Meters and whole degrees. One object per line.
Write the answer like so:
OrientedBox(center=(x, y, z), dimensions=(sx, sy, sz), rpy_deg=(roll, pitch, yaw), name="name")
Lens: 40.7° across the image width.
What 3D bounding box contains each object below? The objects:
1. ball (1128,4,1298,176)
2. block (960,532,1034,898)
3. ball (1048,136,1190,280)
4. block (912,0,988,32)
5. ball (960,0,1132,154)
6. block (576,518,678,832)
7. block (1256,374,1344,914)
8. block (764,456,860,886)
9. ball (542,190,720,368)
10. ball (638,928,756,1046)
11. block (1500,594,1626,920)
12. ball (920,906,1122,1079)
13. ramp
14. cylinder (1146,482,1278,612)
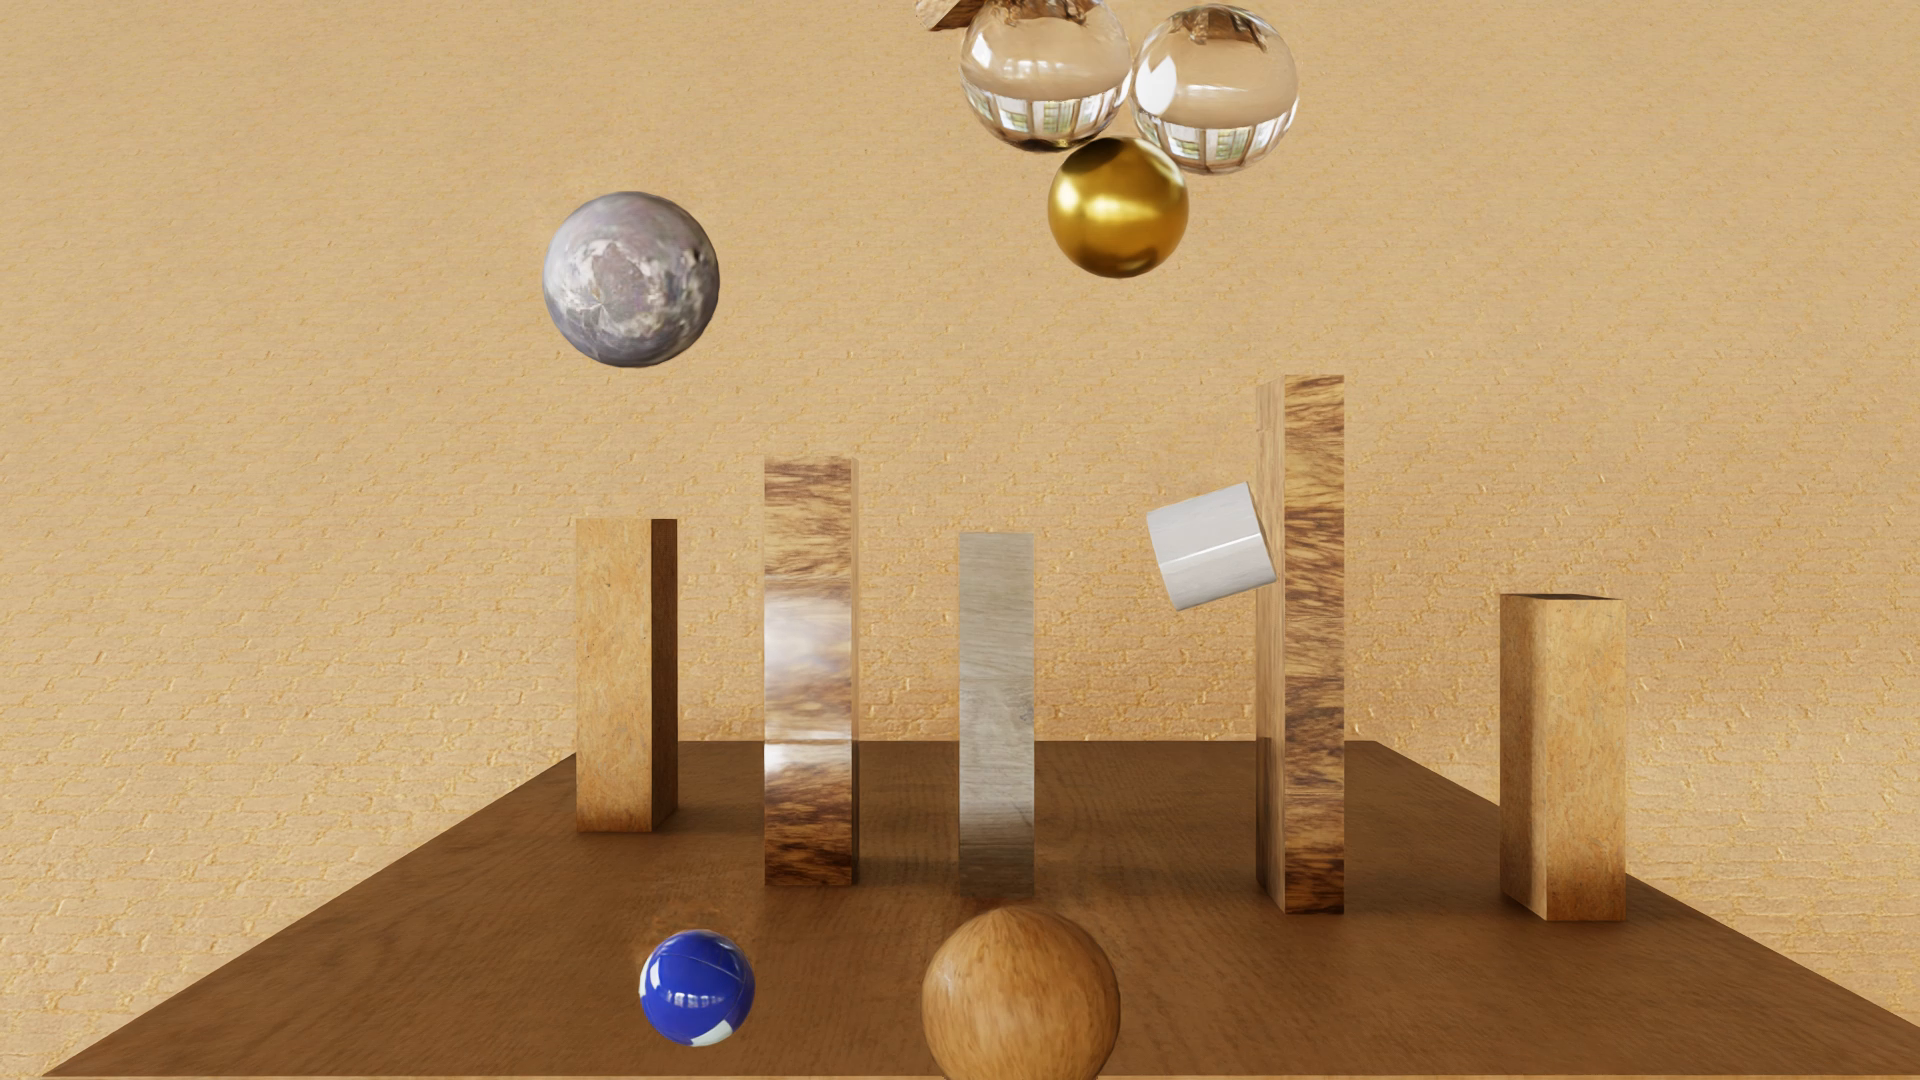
OrientedBox(center=(0.265, -0.470, 2.703), dimensions=(0.178, 0.178, 0.178), rpy_deg=(0, 29, 0), name="ball")
OrientedBox(center=(0.055, 0.261, 4.060), dimensions=(0.112, 0.545, 0.396), rpy_deg=(0, 0, 0), name="block")
OrientedBox(center=(0.163, -0.341, 2.652), dimensions=(0.146, 0.146, 0.146), rpy_deg=(0, 29, 0), name="ball")
OrientedBox(center=(0.045, -0.660, 2.665), dimensions=(0.182, 0.182, 0.182), rpy_deg=(-17, -12, -40), name="block")
OrientedBox(center=(0.087, -0.483, 2.639), dimensions=(0.177, 0.177, 0.177), rpy_deg=(0, 29, 0), name="ball")
OrientedBox(center=(-0.628, 0.243, 4.905), dimensions=(0.136, 0.567, 0.441), rpy_deg=(0, 0, 0), name="block")
OrientedBox(center=(0.507, 0.148, 3.879), dimensions=(0.084, 0.772, 0.364), rpy_deg=(0, 0, 0), name="block")
OrientedBox(center=(-0.235, 0.201, 4.158), dimensions=(0.134, 0.664, 0.326), rpy_deg=(0, 0, 0), name="block")
OrientedBox(center=(-0.302, -0.239, 2.379), dimensions=(0.163, 0.163, 0.163), rpy_deg=(0, 29, 0), name="ball")
OrientedBox(center=(-0.256, 0.436, 2.517), dimensions=(0.113, 0.113, 0.113), rpy_deg=(0, 29, 0), name="ball")
OrientedBox(center=(0.881, 0.309, 3.793), dimensions=(0.111, 0.452, 0.314), rpy_deg=(0, 0, 0), name="block")
OrientedBox(center=(0.060, 0.464, 2.564), dimensions=(0.200, 0.200, 0.200), rpy_deg=(0, 29, 0), name="ball")
OrientedBox(center=(0.065, 0.579, 4.624), dimensions=(2.000, 0.100, 4.000), rpy_deg=(0, 0, 0), name="ramp")
OrientedBox(center=(0.274, 0.007, 2.807), dimensions=(0.114, 0.114, 0.114), rpy_deg=(-17, 27, 9), name="cylinder")
